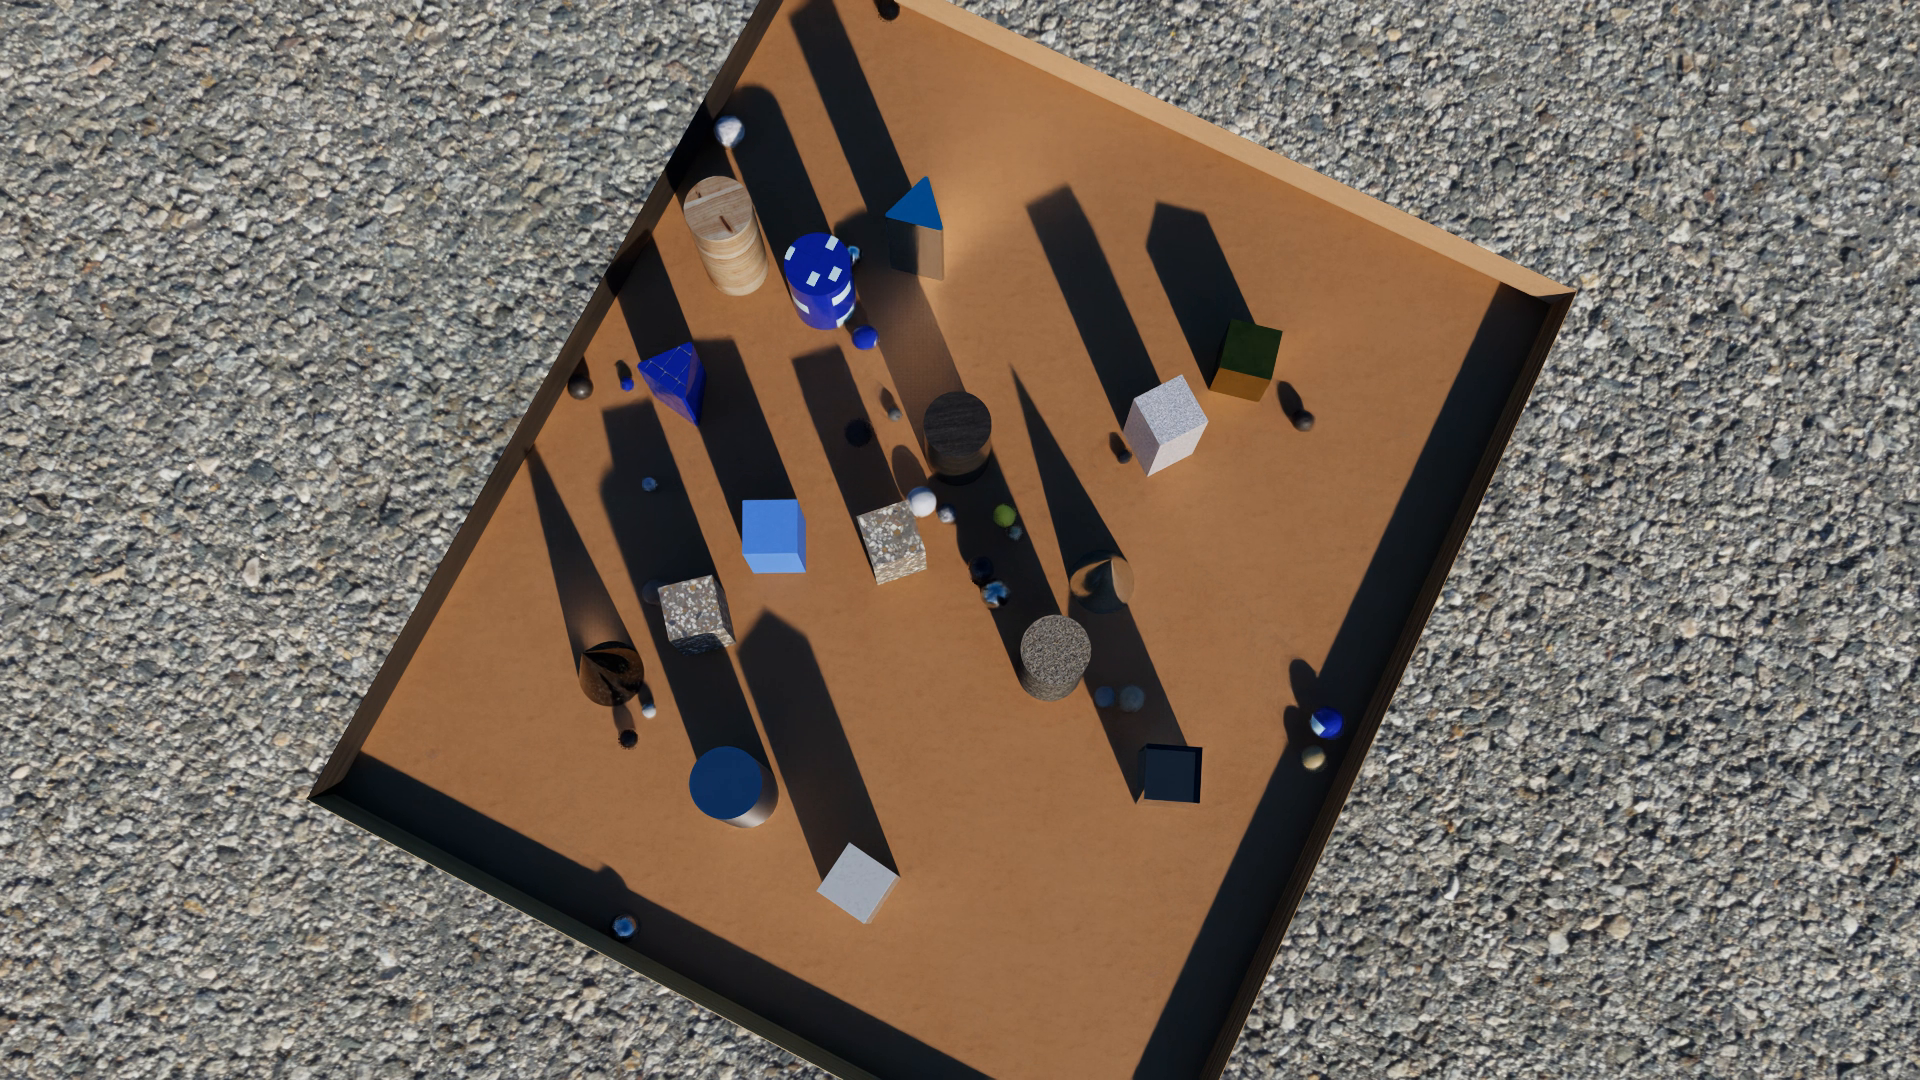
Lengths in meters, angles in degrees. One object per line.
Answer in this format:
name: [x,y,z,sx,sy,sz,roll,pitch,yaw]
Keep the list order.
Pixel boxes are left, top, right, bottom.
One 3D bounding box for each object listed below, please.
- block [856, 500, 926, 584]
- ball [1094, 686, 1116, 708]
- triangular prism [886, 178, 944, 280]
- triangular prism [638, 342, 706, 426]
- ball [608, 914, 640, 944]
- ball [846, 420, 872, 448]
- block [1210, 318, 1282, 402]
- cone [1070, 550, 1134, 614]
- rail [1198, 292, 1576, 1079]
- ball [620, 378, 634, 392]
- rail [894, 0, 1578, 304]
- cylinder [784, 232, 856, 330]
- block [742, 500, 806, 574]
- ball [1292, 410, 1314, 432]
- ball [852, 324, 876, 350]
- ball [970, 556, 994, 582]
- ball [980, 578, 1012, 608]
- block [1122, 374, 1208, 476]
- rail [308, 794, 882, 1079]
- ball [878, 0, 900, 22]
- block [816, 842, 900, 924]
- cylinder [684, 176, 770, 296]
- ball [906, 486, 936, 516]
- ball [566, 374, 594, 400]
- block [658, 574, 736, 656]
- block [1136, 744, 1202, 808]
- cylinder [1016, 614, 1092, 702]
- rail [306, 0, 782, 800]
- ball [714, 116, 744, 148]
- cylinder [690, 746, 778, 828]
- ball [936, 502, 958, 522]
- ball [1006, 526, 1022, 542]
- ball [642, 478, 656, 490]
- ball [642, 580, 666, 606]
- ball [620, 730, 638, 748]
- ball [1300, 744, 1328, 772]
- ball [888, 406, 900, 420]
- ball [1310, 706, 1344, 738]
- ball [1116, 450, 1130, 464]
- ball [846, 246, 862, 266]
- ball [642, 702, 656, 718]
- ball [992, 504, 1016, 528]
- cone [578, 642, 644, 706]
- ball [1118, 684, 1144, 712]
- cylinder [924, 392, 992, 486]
block: [-0.201,0.010,5.466,0.159,0.291,0.159,-18,79,-4]
ball: [0.434,0.470,5.486,0.065,0.065,0.065,0,78,0]
triangular prism: [-0.117,-0.957,5.593,0.172,0.433,0.149,14,79,3]
triangular prism: [-0.839,-0.493,5.560,0.172,0.312,0.149,35,80,7]
ball: [-0.979,1.131,5.338,0.087,0.087,0.087,0,78,0]
ball: [-0.312,-0.327,5.642,0.082,0.082,0.082,0,78,0]
block: [0.872,-0.547,5.607,0.159,0.240,0.159,14,79,3]
cone: [0.433,0.091,5.415,0.199,0.358,0.199,0,78,0]
rail: [1.190,0.589,5.428,0.045,0.129,3.092,26,80,5]
ball: [-1.033,-0.483,5.695,0.042,0.042,0.042,0,78,0]
rail: [0.681,-1.326,5.824,2.708,0.129,0.045,26,80,5]
cylinder: [-0.425,-0.789,5.616,0.199,0.322,0.199,0,78,0]
block: [-0.552,-0.009,5.466,0.159,0.299,0.159,-1,78,0]
ball: [1.058,-0.368,5.659,0.067,0.067,0.067,0,78,0]
ball: [-0.299,-0.630,5.707,0.079,0.079,0.079,0,78,0]
ball: [0.066,0.089,5.559,0.076,0.076,0.076,0,78,0]
ball: [0.108,0.161,5.536,0.093,0.093,0.093,0,78,0]
block: [0.611,-0.338,5.493,0.159,0.380,0.159,-27,80,-5]
rail: [-0.681,1.340,5.272,2.708,0.129,0.045,26,80,5]
ball: [-0.229,-1.717,5.937,0.068,0.068,0.068,0,78,0]
block: [-0.285,0.981,5.227,0.159,0.366,0.159,33,80,6]
cylinder: [-0.703,-0.914,5.558,0.199,0.485,0.199,0,78,0]
ball: [-0.118,-0.117,5.593,0.093,0.093,0.093,0,78,0]
ball: [-1.175,-0.473,5.673,0.081,0.081,0.081,0,78,0]
block: [-0.773,0.226,5.409,0.159,0.315,0.159,-14,79,-3]
block: [0.607,0.690,5.344,0.159,0.255,0.159,4,78,1]
cylinder: [0.269,0.348,5.342,0.199,0.396,0.199,0,78,0]
rail: [-1.190,-0.576,5.669,0.045,0.129,3.092,26,80,5]
ball: [-0.735,-1.302,5.835,0.099,0.099,0.099,0,78,0]
cylinder: [-0.639,0.710,5.227,0.199,0.475,0.199,0,78,0]
ball: [-0.040,-0.083,5.602,0.062,0.062,0.062,0,78,0]
ball: [0.163,-0.020,5.596,0.047,0.047,0.047,0,78,0]
ball: [-0.953,-0.172,5.631,0.042,0.042,0.042,0,78,0]
ball: [-0.919,0.158,5.544,0.079,0.079,0.079,0,78,0]
ball: [-0.988,0.594,5.465,0.057,0.057,0.057,0,78,0]
ball: [1.051,0.647,5.442,0.079,0.079,0.079,0,78,0]
ball: [-0.205,-0.392,5.676,0.042,0.042,0.042,0,78,0]
ball: [1.092,0.543,5.455,0.096,0.096,0.096,0,78,0]
ball: [0.505,-0.256,5.647,0.043,0.043,0.043,0,78,0]
ball: [-0.338,-0.896,5.769,0.064,0.064,0.064,0,78,0]
ball: [-0.931,0.510,5.489,0.044,0.044,0.044,0,78,0]
ball: [0.134,-0.074,5.597,0.069,0.069,0.069,0,78,0]
cone: [-1.052,0.359,5.316,0.199,0.442,0.199,0,78,0]
ball: [0.510,0.474,5.477,0.082,0.082,0.082,0,78,0]
cylinder: [-0.007,-0.300,5.496,0.199,0.359,0.199,0,78,0]
